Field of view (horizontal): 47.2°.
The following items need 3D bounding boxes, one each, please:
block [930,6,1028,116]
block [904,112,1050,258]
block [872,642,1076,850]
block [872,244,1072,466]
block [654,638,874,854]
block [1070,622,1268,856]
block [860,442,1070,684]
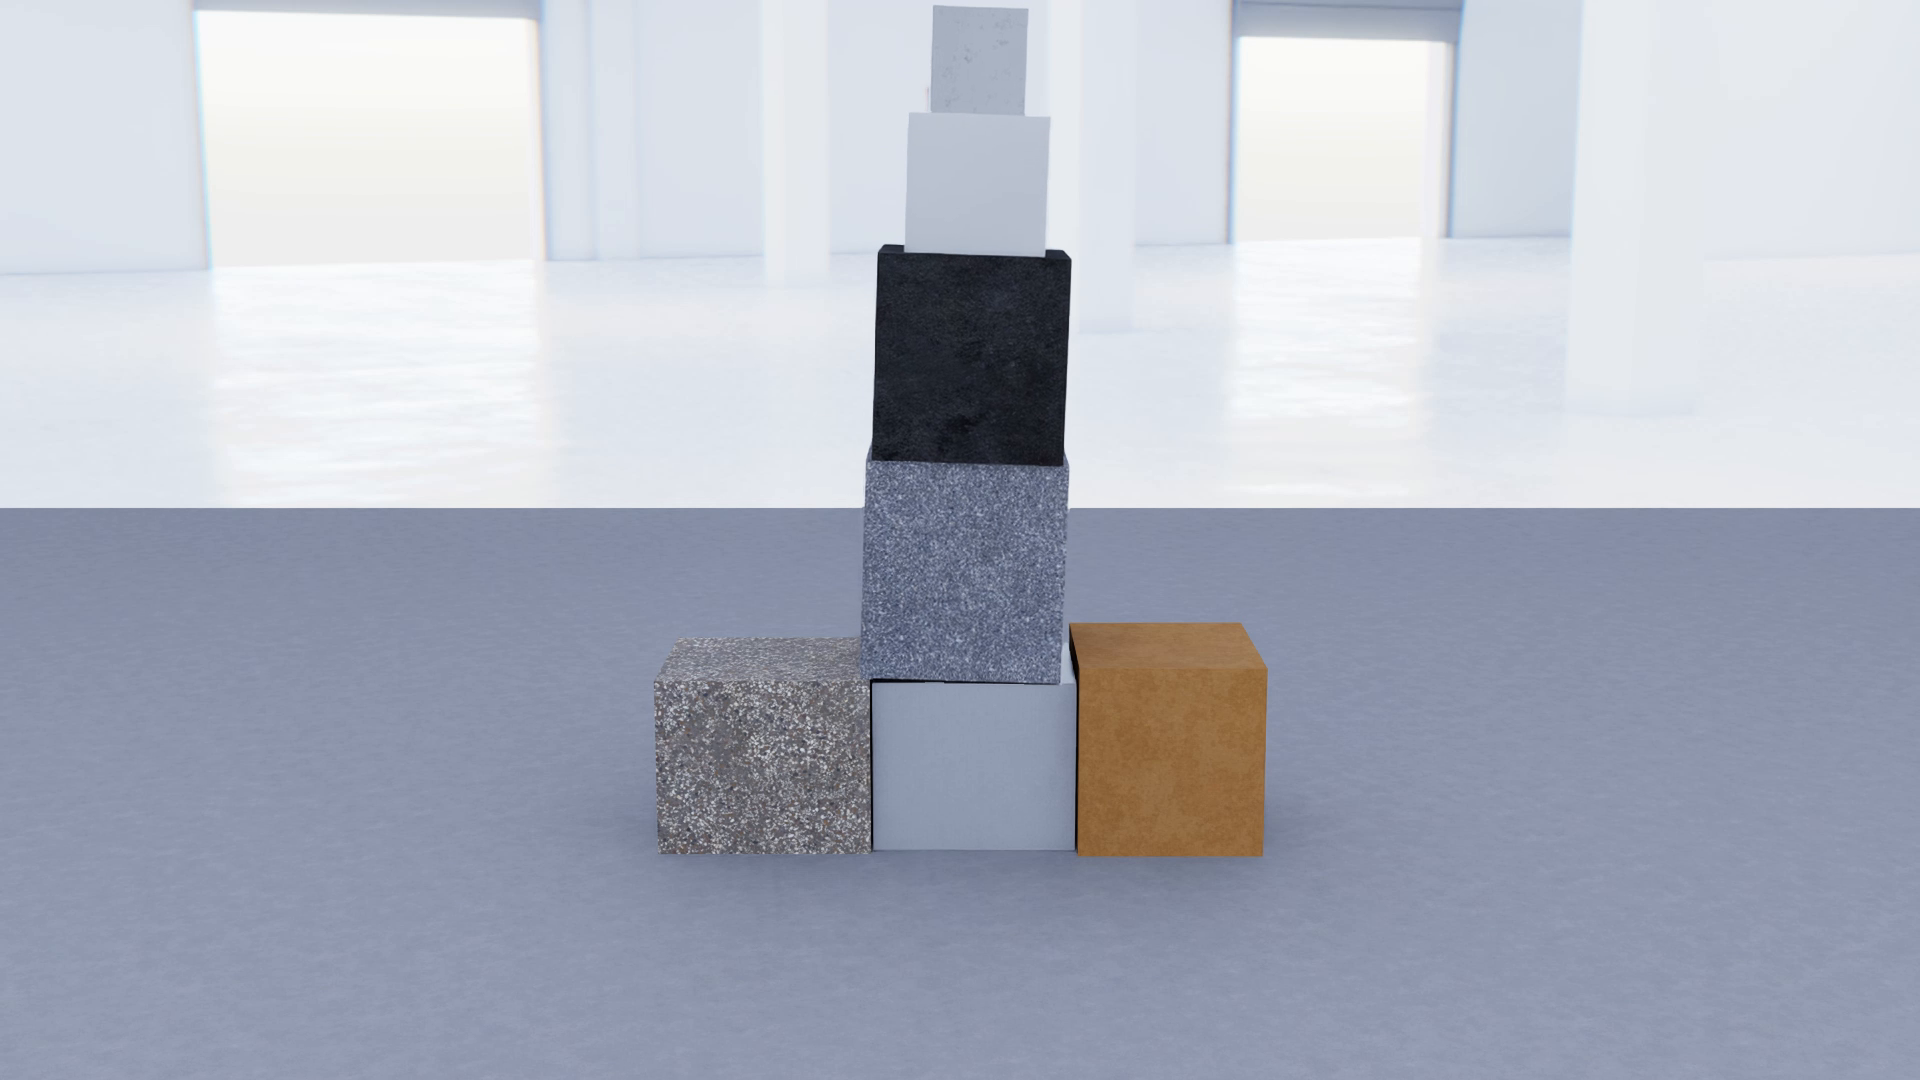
[{"bbox_3d":[0.090,-2.333,10.748,0.454,0.501,0.535,2,10,0],"label":"block"},{"bbox_3d":[0.081,-1.758,10.847,0.677,0.665,0.630,2,10,0],"label":"block"},{"bbox_3d":[0.072,1.050,11.386,1.010,0.859,0.896,0,10,0],"label":"block"},{"bbox_3d":[0.053,-0.944,11.006,0.928,0.995,0.940,2,10,0],"label":"block"},{"bbox_3d":[-0.974,1.043,11.357,1.060,0.885,0.969,0,10,0],"label":"block"},{"bbox_3d":[1.045,1.007,11.348,0.919,0.958,1.042,0,10,0],"label":"block"},{"bbox_3d":[0.019,0.077,11.211,0.990,1.086,0.938,2,10,0],"label":"block"}]
